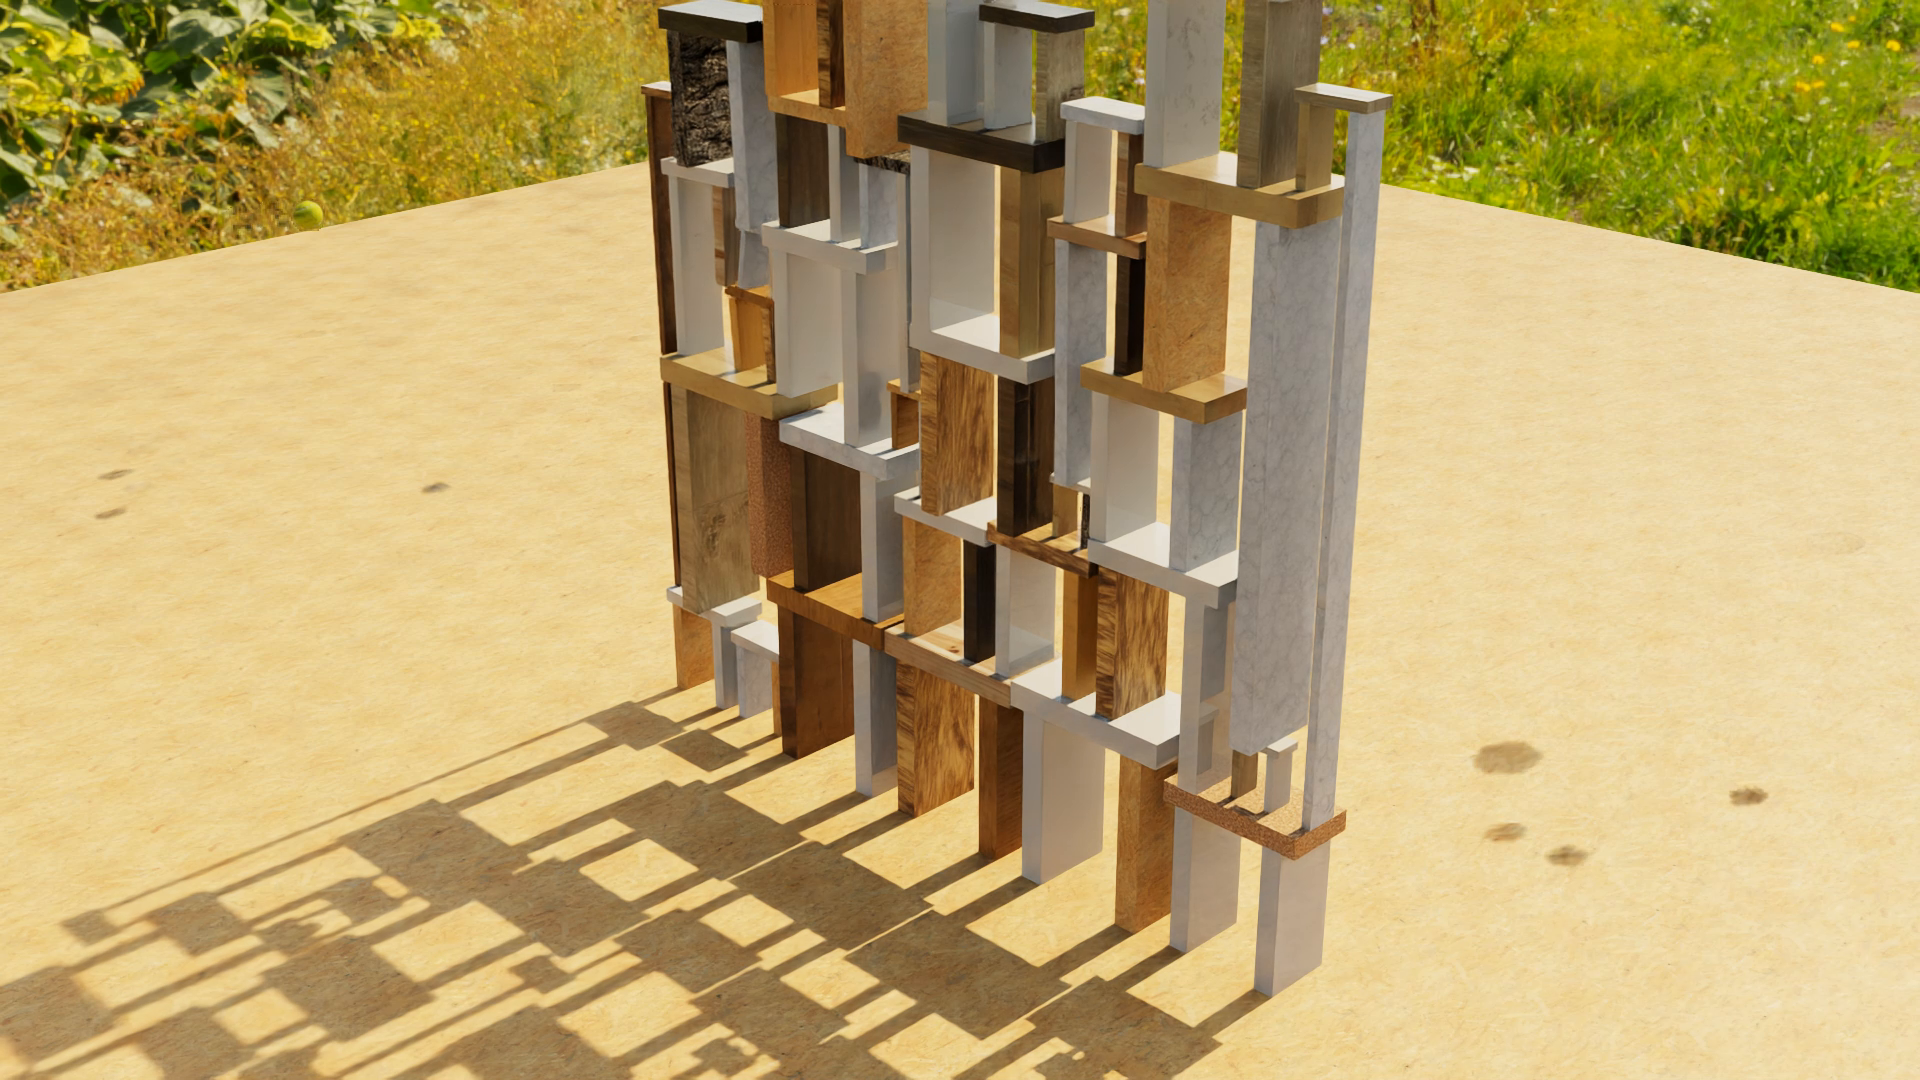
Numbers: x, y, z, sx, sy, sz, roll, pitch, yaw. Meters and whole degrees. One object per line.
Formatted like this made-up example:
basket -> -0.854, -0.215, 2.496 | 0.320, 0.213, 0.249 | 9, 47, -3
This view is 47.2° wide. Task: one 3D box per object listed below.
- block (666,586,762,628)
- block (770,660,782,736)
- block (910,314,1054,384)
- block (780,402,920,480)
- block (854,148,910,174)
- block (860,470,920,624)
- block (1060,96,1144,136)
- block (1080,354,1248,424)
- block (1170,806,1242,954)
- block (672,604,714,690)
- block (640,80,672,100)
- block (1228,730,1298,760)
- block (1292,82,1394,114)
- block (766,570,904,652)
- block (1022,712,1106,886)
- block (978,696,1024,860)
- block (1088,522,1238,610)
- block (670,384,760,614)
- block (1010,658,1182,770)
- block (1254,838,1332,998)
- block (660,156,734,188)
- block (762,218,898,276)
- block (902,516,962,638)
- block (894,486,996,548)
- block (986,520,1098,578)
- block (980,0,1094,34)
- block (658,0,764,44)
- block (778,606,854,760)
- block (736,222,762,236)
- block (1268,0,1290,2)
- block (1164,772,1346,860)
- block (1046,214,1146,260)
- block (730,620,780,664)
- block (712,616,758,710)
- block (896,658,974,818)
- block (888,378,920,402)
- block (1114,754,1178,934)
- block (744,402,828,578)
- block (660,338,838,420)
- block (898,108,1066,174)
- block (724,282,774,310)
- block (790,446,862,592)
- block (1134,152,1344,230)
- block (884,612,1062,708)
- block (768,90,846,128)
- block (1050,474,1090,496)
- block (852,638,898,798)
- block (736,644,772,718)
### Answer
block -> -0.545, 0.136, 4.873 | 0.207, 0.029, 0.103 | 21, 31, 40
block -> -0.365, 0.330, 4.759 | 0.025, 0.175, 0.087 | 21, 31, 41
block -> 0.065, -0.355, 3.994 | 0.150, 0.043, 0.301 | -21, 31, -40
block -> -0.197, -0.198, 4.357 | 0.311, 0.044, 0.156 | 21, 31, 41
block -> -0.113, -0.701, 4.044 | 0.158, 0.022, 0.079 | 21, 31, 41
block -> -0.123, -0.005, 4.359 | 0.044, 0.311, 0.156 | 21, 31, 41
block -> 0.258, -0.703, 3.638 | 0.087, 0.025, 0.174 | -20, 31, -39
block -> 0.352, -0.263, 3.733 | 0.273, 0.039, 0.136 | 21, 31, 41
block -> 0.448, 0.592, 3.994 | 0.041, 0.291, 0.145 | 21, 31, 41
block -> -0.594, 0.226, 4.964 | 0.029, 0.207, 0.103 | 21, 31, 41
block -> -0.587, -0.913, 4.470 | 0.119, 0.017, 0.059 | 19, 31, 39
block -> 0.524, 0.345, 3.799 | 0.054, 0.015, 0.109 | -21, 31, -40
block -> 0.577, -0.666, 3.317 | 0.134, 0.019, 0.067 | 21, 31, 40
block -> -0.218, 0.126, 4.513 | 0.347, 0.049, 0.174 | 21, 31, 41
block -> 0.199, 0.465, 4.209 | 0.050, 0.356, 0.178 | 21, 31, 41
block -> 0.114, 0.437, 4.291 | 0.172, 0.344, 0.049 | -21, 31, -41
block -> 0.380, 0.037, 3.828 | 0.293, 0.042, 0.147 | 21, 31, 41
block -> -0.525, -0.108, 4.747 | 0.051, 0.518, 0.179 | 21, 31, 40
block -> 0.283, 0.310, 4.052 | 0.356, 0.050, 0.178 | 21, 31, 41
block -> 0.585, 0.645, 3.868 | 0.041, 0.291, 0.145 | 21, 31, 41
block -> -0.498, -0.750, 4.446 | 0.207, 0.029, 0.103 | 19, 31, 40
block -> -0.227, -0.574, 4.235 | 0.149, 0.042, 0.299 | -21, 31, -41
block -> -0.054, 0.054, 4.310 | 0.124, 0.248, 0.035 | -21, 31, -41
block -> 0.004, -0.053, 4.201 | 0.124, 0.035, 0.248 | -21, 31, -40
block -> 0.184, 0.001, 4.027 | 0.252, 0.036, 0.126 | 21, 31, 41
block -> 0.129, -0.884, 3.702 | 0.091, 0.026, 0.183 | -22, 31, -39
block -> -0.449, -1.009, 4.271 | 0.135, 0.038, 0.271 | -23, 31, -40
block -> -0.300, 0.276, 4.665 | 0.049, 0.347, 0.174 | 21, 31, 41
block -> -0.384, -0.624, 4.372 | 0.062, 0.017, 0.123 | -20, 31, -39
block -> 0.425, -0.874, 3.390 | 0.286, 0.041, 0.143 | 21, 31, 41
block -> 0.516, 0.466, 3.866 | 0.145, 0.041, 0.291 | -21, 31, -41
block -> 0.258, -0.518, 3.718 | 0.207, 0.029, 0.104 | 22, 31, 40
block -> -0.406, 0.222, 4.758 | 0.175, 0.025, 0.087 | 21, 31, 41
block -> -0.496, 0.264, 4.874 | 0.029, 0.207, 0.103 | 21, 31, 41
block -> -0.048, 0.373, 4.440 | 0.049, 0.344, 0.172 | 21, 31, 41
block -> -0.079, -0.287, 4.194 | 0.058, 0.016, 0.115 | -21, 31, -40
block -> 0.367, 0.531, 4.054 | 0.050, 0.356, 0.178 | 21, 31, 41
block -> -0.355, -0.116, 4.561 | 0.179, 0.357, 0.051 | -21, 31, -41
block -> -0.440, -0.337, 4.558 | 0.357, 0.051, 0.179 | 21, 31, 40
block -> 0.066, -0.708, 3.851 | 0.168, 0.048, 0.336 | -21, 31, -40
block -> -0.399, -0.501, 4.456 | 0.153, 0.022, 0.076 | 22, 32, 40
block -> -0.270, -0.063, 4.494 | 0.044, 0.311, 0.156 | 21, 31, 41
block -> 0.454, -0.561, 3.496 | 0.325, 0.046, 0.162 | 21, 31, 41
block -> 0.033, 0.224, 4.289 | 0.172, 0.049, 0.344 | -21, 31, -41
block -> -0.248, -0.818, 4.148 | 0.111, 0.031, 0.221 | -22, 31, -40
block -> 0.217, -0.105, 3.944 | 0.103, 0.015, 0.052 | 20, 30, 40
block -> -0.136, 0.340, 4.515 | 0.049, 0.347, 0.174 | 21, 31, 41
block -> -0.447, 0.298, 4.835 | 0.025, 0.175, 0.087 | 21, 31, 41
